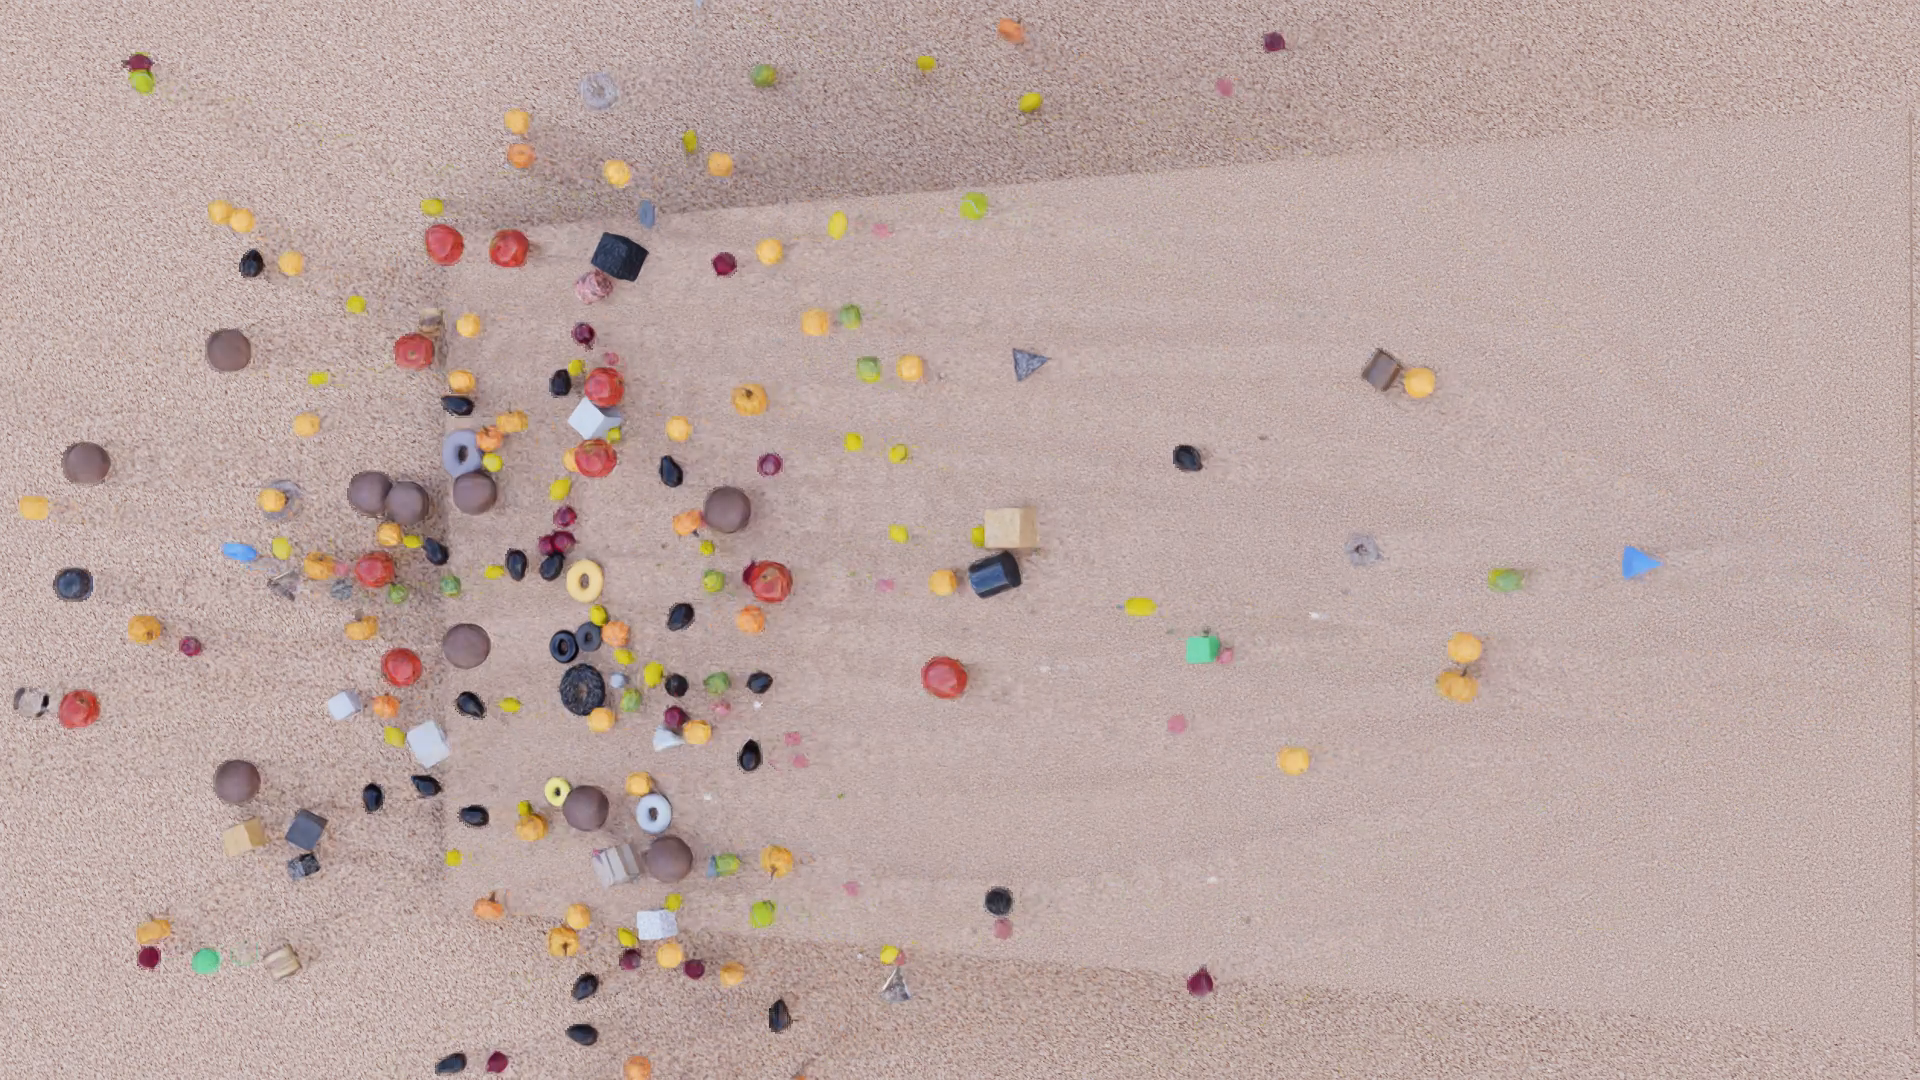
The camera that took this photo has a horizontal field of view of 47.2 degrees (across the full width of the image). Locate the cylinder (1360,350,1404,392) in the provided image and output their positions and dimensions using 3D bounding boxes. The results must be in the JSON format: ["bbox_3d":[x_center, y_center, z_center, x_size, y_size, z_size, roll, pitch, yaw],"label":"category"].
[{"bbox_3d":[0.999,-0.400,5.207,0.073,0.073,0.073,34,106,0],"label":"cylinder"}]

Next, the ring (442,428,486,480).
[{"bbox_3d":[-1.459,-0.253,6.468,0.150,0.050,0.150,-1,89,28],"label":"ring"}]

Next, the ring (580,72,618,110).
[{"bbox_3d":[-1.083,-1.346,6.595,0.118,0.039,0.118,5,116,11],"label":"ring"}]

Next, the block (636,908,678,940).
[{"bbox_3d":[-0.845,1.068,6.126,0.076,0.076,0.076,-8,86,27],"label":"block"}]

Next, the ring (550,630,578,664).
[{"bbox_3d":[-1.135,0.306,6.306,0.098,0.033,0.098,1,93,30],"label":"ring"}]

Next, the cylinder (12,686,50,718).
[{"bbox_3d":[-2.770,0.483,6.555,0.076,0.076,0.076,26,89,-42],"label":"cylinder"}]

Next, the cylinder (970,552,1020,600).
[{"bbox_3d":[0.090,0.091,5.651,0.097,0.097,0.097,-21,89,25],"label":"cylinder"}]

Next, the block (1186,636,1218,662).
[{"bbox_3d":[0.597,0.269,5.411,0.061,0.061,0.061,-3,88,27],"label":"block"}]

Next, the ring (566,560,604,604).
[{"bbox_3d":[-1.069,0.118,6.271,0.124,0.041,0.124,0,91,27],"label":"ring"}]

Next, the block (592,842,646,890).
[{"bbox_3d":[-0.960,0.915,6.178,0.091,0.091,0.091,-31,76,23],"label":"block"}]

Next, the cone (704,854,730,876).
[{"bbox_3d":[-0.657,0.908,6.058,0.067,0.067,0.067,23,89,20],"label":"cone"}]

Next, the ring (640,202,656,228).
[{"bbox_3d":[-0.876,-0.909,6.158,0.025,0.075,0.075,-12,89,-30],"label":"ring"}]

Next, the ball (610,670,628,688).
[{"bbox_3d":[-0.963,0.394,6.208,0.051,0.051,0.051,0,89,0],"label":"ball"}]

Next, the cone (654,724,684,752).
[{"bbox_3d":[-0.801,0.557,6.119,0.078,0.078,0.078,9,89,14],"label":"cone"}]

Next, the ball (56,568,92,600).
[{"bbox_3d":[-2.647,0.131,6.565,0.099,0.099,0.099,0,89,0],"label":"ball"}]

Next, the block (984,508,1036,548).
[{"bbox_3d":[0.129,-0.030,5.631,0.099,0.099,0.099,0,89,27],"label":"block"}]

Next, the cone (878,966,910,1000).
[{"bbox_3d":[-0.189,1.318,6.580,0.097,0.097,0.097,7,63,0],"label":"cone"}]

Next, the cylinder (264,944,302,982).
[{"bbox_3d":[-2.019,1.260,6.553,0.083,0.083,0.083,-30,76,0],"label":"cylinder"}]

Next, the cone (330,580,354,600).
[{"bbox_3d":[-1.857,0.146,6.585,0.065,0.065,0.065,-3,96,-25],"label":"cone"}]

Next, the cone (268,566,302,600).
[{"bbox_3d":[-2.002,0.115,6.593,0.096,0.096,0.096,33,63,0],"label":"cone"}]

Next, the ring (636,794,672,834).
[{"bbox_3d":[-0.857,0.765,6.158,0.111,0.037,0.111,-1,88,26],"label":"ring"}]

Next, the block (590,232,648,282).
[{"bbox_3d":[-0.959,-0.797,6.193,0.097,0.097,0.097,32,104,24],"label":"block"}]

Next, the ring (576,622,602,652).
[{"bbox_3d":[-1.058,0.277,6.270,0.087,0.029,0.087,-1,88,27],"label":"ring"}]

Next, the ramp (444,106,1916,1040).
[{"bbox_3d":[0.279,0.079,5.665,4.000,0.100,2.000,0,89,27],"label":"ramp"}]

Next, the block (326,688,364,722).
[{"bbox_3d":[-1.839,0.493,6.574,0.066,0.066,0.066,-31,89,7],"label":"block"}]

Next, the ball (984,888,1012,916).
[{"bbox_3d":[0.099,0.929,5.652,0.070,0.070,0.070,0,89,0],"label":"ball"}]

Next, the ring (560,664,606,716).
[{"bbox_3d":[-1.076,0.428,6.266,0.149,0.050,0.149,0,91,27],"label":"ring"}]

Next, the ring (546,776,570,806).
[{"bbox_3d":[-1.154,0.722,6.315,0.084,0.028,0.084,-1,89,26],"label":"ring"}]

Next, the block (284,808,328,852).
[{"bbox_3d":[-1.949,0.865,6.557,0.085,0.085,0.085,28,91,-9],"label":"block"}]

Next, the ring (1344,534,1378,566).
[{"bbox_3d":[0.957,0.023,5.250,0.080,0.027,0.080,0,91,26],"label":"ring"}]

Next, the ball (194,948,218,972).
[{"bbox_3d":[-2.252,1.256,6.568,0.070,0.070,0.070,0,89,0],"label":"ball"}]

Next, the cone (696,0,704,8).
[{"bbox_3d":[-0.785,-1.627,6.621,0.057,0.057,0.057,1,116,0],"label":"cone"}]

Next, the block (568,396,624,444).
[{"bbox_3d":[-1.032,-0.340,6.228,0.092,0.092,0.092,45,108,20],"label":"block"}]

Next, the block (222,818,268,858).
[{"bbox_3d":[-2.133,0.887,6.556,0.080,0.080,0.080,-22,90,15],"label":"block"}]

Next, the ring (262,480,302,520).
[{"bbox_3d":[-2.035,-0.118,6.598,0.123,0.041,0.123,0,89,-1],"label":"ring"}]

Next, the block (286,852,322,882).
[{"bbox_3d":[-1.959,0.974,6.565,0.060,0.060,0.060,-24,89,32],"label":"block"}]

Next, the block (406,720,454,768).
[{"bbox_3d":[-1.532,0.589,6.353,0.086,0.086,0.086,-28,62,-5],"label":"block"}]

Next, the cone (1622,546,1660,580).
[{"bbox_3d":[1.541,0.054,4.948,0.077,0.077,0.077,2,89,0],"label":"cone"}]
